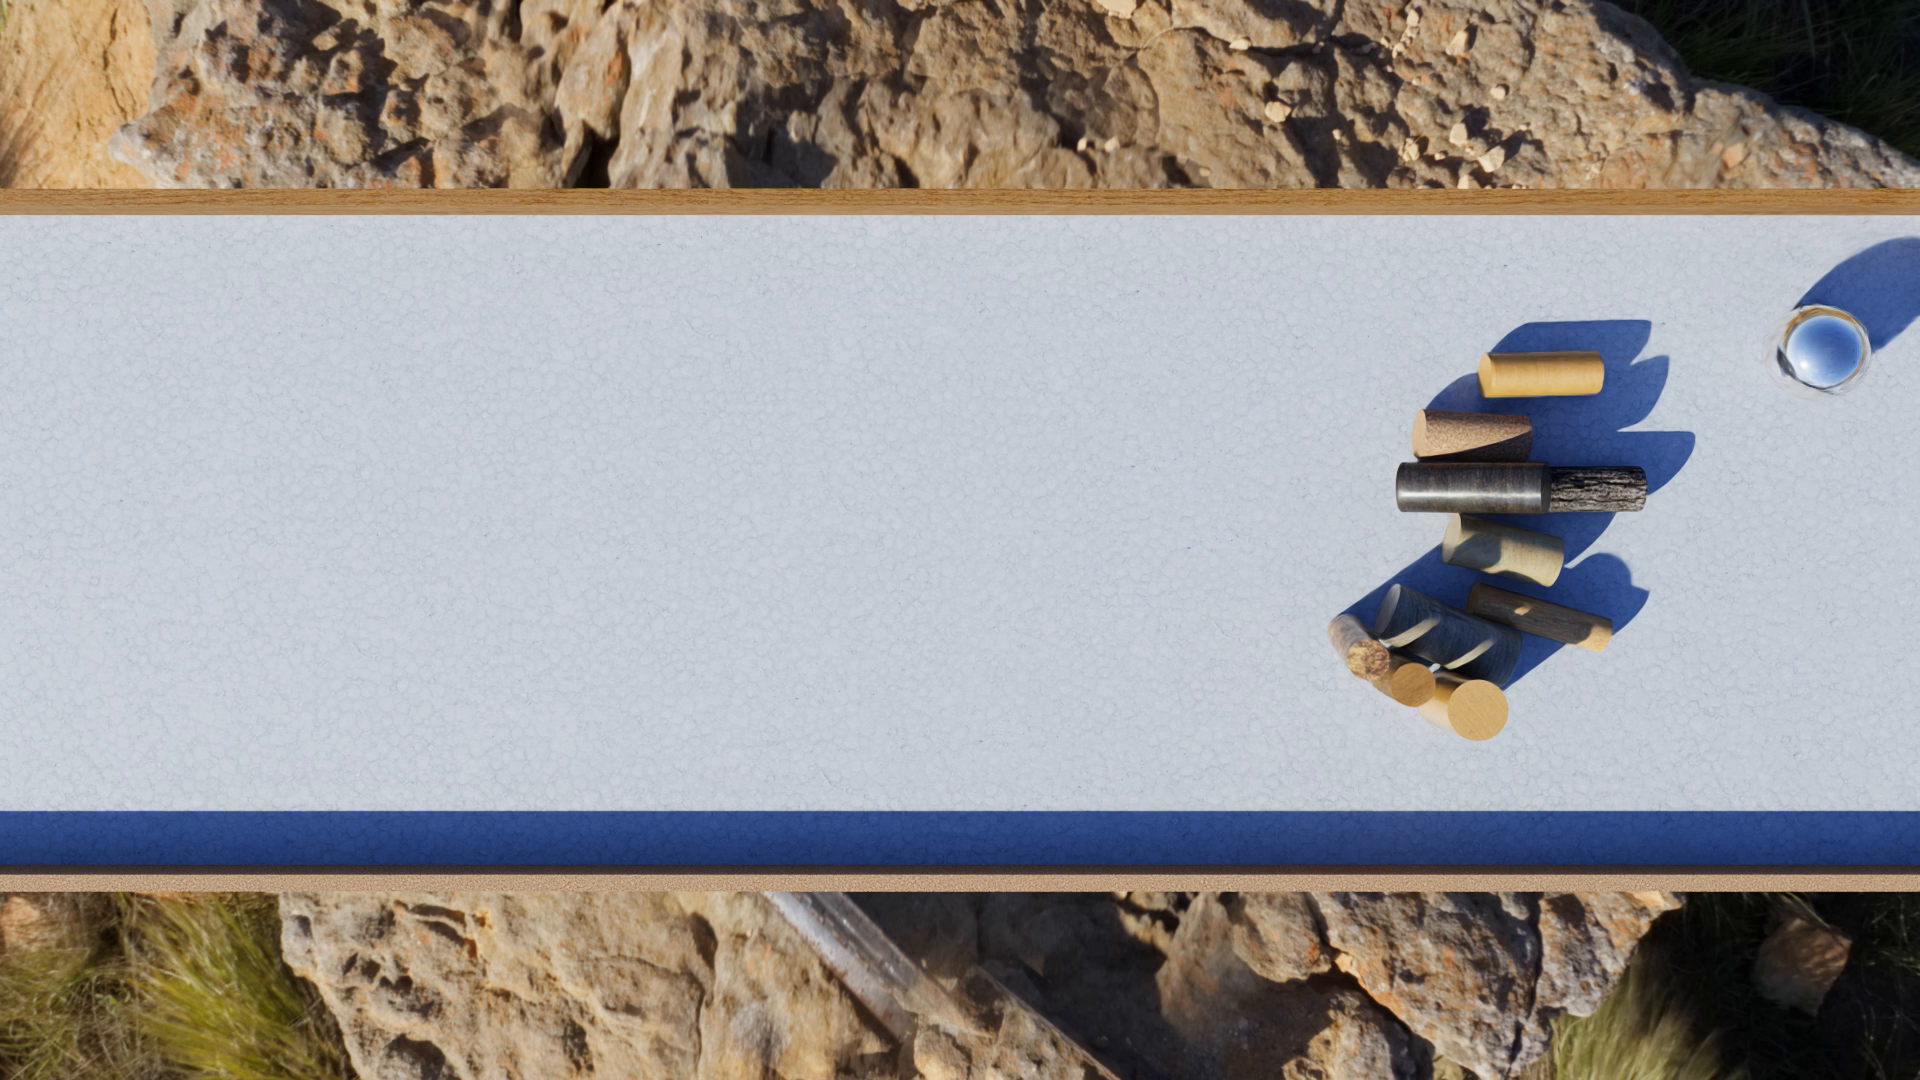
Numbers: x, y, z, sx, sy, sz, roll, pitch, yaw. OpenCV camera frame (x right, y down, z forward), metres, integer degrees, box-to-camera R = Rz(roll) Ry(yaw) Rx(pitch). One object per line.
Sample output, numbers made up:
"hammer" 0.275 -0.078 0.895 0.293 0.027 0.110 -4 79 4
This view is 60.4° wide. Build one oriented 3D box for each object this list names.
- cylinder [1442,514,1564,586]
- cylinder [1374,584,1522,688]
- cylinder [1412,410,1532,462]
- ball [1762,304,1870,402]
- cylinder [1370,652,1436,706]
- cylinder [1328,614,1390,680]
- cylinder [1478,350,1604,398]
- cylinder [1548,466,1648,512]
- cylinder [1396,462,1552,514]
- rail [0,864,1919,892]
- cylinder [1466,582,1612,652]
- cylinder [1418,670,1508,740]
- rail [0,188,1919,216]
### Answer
"cylinder" 1.644 0.030 4.999 0.319 0.156 0.156 13 90 0
"cylinder" 1.473 0.289 4.987 0.396 0.179 0.179 22 90 0
"cylinder" 1.551 -0.312 5.002 0.319 0.150 0.150 4 90 0
"ball" 2.559 -0.560 4.932 0.289 0.289 0.289 0 90 0
"cylinder" 1.308 0.412 4.895 0.126 0.355 0.126 0 91 4
"cylinder" 1.172 0.312 4.862 0.118 0.415 0.118 1 98 5
"cylinder" 1.762 -0.503 5.009 0.336 0.134 0.134 -2 90 0
"cylinder" 1.837 -0.154 5.007 0.443 0.139 0.139 0 90 0
"cylinder" 1.524 -0.156 4.902 0.419 0.154 0.154 2 90 31
"rail" -2.247 1.025 5.001 12.000 0.150 0.050 0 90 0
"cylinder" 1.763 0.234 5.023 0.414 0.107 0.107 16 90 0
"cylinder" 1.492 0.491 4.913 0.177 0.327 0.177 0 90 0
"rail" -2.247 -1.025 5.002 12.000 0.150 0.050 0 90 0
